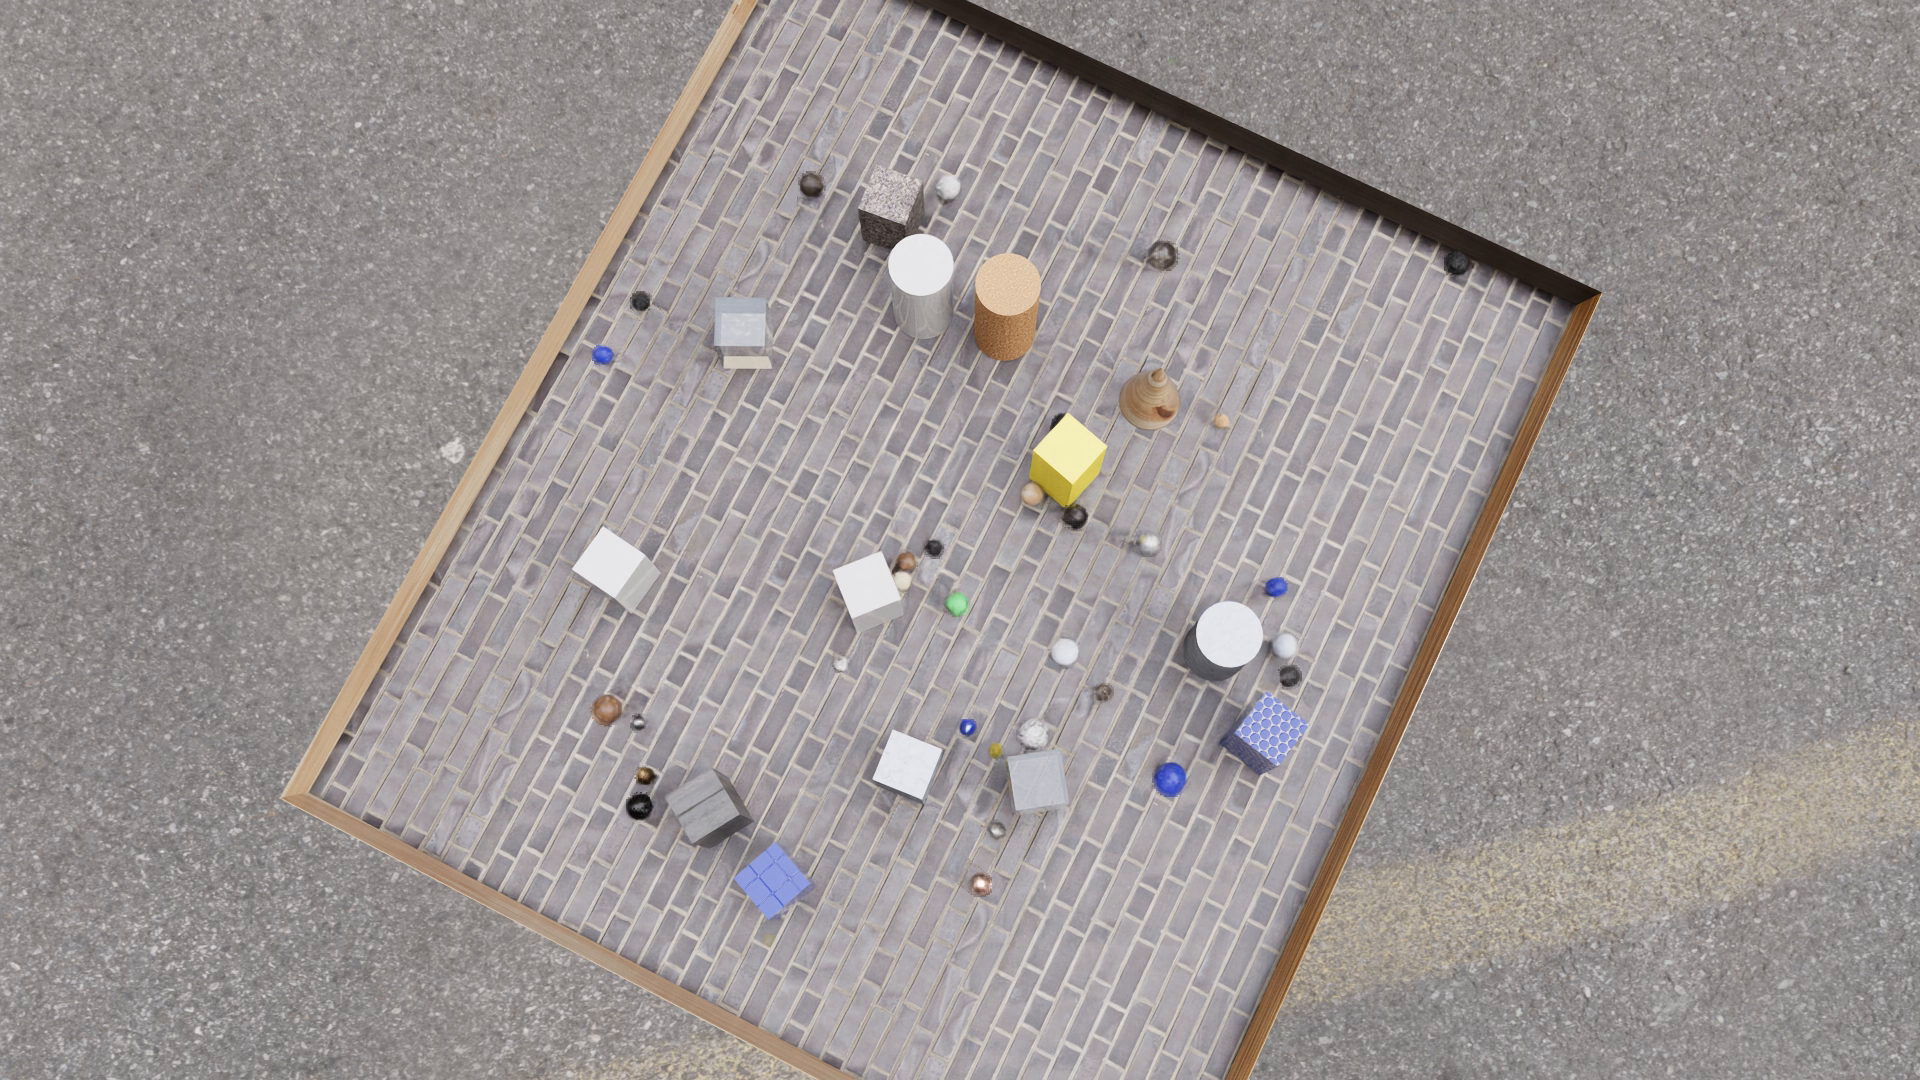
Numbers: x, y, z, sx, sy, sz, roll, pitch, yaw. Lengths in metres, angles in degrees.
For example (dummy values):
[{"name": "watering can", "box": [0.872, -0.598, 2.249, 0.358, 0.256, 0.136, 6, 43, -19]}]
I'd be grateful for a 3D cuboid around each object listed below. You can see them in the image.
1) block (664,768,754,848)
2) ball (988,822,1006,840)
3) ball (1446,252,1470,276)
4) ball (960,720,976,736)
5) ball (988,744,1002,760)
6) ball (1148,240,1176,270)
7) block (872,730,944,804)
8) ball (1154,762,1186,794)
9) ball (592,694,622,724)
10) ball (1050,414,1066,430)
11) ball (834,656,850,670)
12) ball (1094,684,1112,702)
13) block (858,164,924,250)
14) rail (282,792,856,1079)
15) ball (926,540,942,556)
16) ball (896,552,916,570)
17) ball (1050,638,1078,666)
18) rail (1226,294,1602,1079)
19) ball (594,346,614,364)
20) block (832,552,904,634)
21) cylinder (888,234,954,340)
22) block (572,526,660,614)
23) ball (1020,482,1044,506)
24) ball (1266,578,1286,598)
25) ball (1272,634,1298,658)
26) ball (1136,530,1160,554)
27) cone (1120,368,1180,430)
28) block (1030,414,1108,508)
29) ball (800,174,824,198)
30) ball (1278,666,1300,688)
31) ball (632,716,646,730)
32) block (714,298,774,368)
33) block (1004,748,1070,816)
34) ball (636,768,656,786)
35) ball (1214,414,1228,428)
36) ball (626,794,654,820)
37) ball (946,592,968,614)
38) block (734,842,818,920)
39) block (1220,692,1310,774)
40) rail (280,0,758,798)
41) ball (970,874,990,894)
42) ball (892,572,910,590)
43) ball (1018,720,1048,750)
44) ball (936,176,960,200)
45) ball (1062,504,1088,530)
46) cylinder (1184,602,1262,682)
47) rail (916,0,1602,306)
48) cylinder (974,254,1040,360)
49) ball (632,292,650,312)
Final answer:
[{"name": "block", "box": [-0.716, 0.774, 5.269, 0.153, 0.367, 0.153, -31, 80, -6]}, {"name": "ball", "box": [0.111, 0.859, 5.412, 0.052, 0.052, 0.052, 0, 78, 0]}, {"name": "ball", "box": [1.564, -0.868, 5.759, 0.073, 0.073, 0.073, 0, 78, 0]}, {"name": "ball", "box": [0.022, 0.561, 5.476, 0.049, 0.049, 0.049, 0, 78, 0]}, {"name": "ball", "box": [0.107, 0.632, 5.464, 0.042, 0.042, 0.042, 0, 78, 0]}, {"name": "ball", "box": [0.634, -0.893, 5.754, 0.093, 0.093, 0.093, 0, 78, 0]}, {"name": "block", "box": [-0.150, 0.665, 5.347, 0.153, 0.259, 0.153, 21, 79, 4]}, {"name": "ball", "box": [0.624, 0.705, 5.422, 0.095, 0.095, 0.095, 0, 78, 0]}, {"name": "ball", "box": [-1.051, 0.505, 5.468, 0.087, 0.087, 0.087, 0, 78, 0]}, {"name": "ball", "box": [0.319, -0.351, 5.649, 0.079, 0.079, 0.079, 0, 78, 0]}, {"name": "ball", "box": [-0.355, 0.370, 5.517, 0.045, 0.045, 0.045, 0, 78, 0]}, {"name": "ball", "box": [0.430, 0.459, 5.496, 0.051, 0.051, 0.051, 0, 78, 0]}, {"name": "block", "box": [-0.211, -1.022, 5.693, 0.153, 0.264, 0.153, 20, 79, 4]}, {"name": "rail", "box": [-0.695, 1.368, 5.269, 2.853, 0.124, 0.045, 26, 80, 5]}, {"name": "ball", "box": [-0.078, 0.024, 5.585, 0.052, 0.052, 0.052, 0, 78, 0]}, {"name": "ball", "box": [-0.165, 0.064, 5.574, 0.057, 0.057, 0.057, 0, 78, 0]}, {"name": "ball", "box": [0.315, 0.336, 5.504, 0.084, 0.084, 0.084, 0, 78, 0]}, {"name": "rail", "box": [1.255, 0.621, 5.424, 0.045, 0.124, 3.156, 26, 80, 5]}, {"name": "ball", "box": [-1.109, -0.575, 5.705, 0.059, 0.059, 0.059, 0, 78, 0]}, {"name": "block", "box": [-0.270, 0.158, 5.439, 0.153, 0.284, 0.153, -22, 79, -4]}, {"name": "cylinder", "box": [-0.114, -0.765, 5.566, 0.191, 0.409, 0.191, 0, 78, 0]}, {"name": "block", "box": [-1.019, 0.093, 5.454, 0.153, 0.280, 0.153, 33, 80, 6]}, {"name": "ball", "box": [0.222, -0.139, 5.609, 0.071, 0.071, 0.071, 0, 78, 0]}, {"name": "ball", "box": [0.955, 0.144, 5.556, 0.060, 0.060, 0.060, 0, 78, 0]}, {"name": "ball", "box": [0.975, 0.319, 5.511, 0.077, 0.077, 0.077, 0, 78, 0]}, {"name": "ball", "box": [0.574, 0.008, 5.577, 0.074, 0.074, 0.074, 0, 78, 0]}, {"name": "cone", "box": [0.591, -0.469, 5.535, 0.191, 0.349, 0.191, 0, 78, 0]}, {"name": "block", "box": [0.321, -0.232, 5.493, 0.153, 0.337, 0.153, 41, 81, 8]}, {"name": "ball", "box": [-0.472, -1.125, 5.810, 0.076, 0.076, 0.076, 0, 78, 0]}, {"name": "ball", "box": [0.988, 0.410, 5.499, 0.064, 0.064, 0.064, 0, 78, 0]}, {"name": "ball", "box": [-0.960, 0.547, 5.480, 0.045, 0.045, 0.045, 0, 78, 0]}, {"name": "block", "box": [-0.662, -0.634, 5.630, 0.153, 0.231, 0.153, 0, 78, 0]}, {"name": "block", "box": [0.221, 0.706, 5.318, 0.153, 0.299, 0.153, -9, 78, -2]}, {"name": "ball", "box": [-0.933, 0.702, 5.444, 0.054, 0.054, 0.054, 0, 78, 0]}, {"name": "ball", "box": [0.807, -0.369, 5.670, 0.045, 0.045, 0.045, 0, 78, 0]}, {"name": "ball", "box": [-0.944, 0.789, 5.413, 0.078, 0.078, 0.078, 0, 78, 0]}, {"name": "ball", "box": [-0.008, 0.192, 5.544, 0.065, 0.065, 0.065, 0, 78, 0]}, {"name": "block", "box": [-0.528, 0.984, 5.277, 0.153, 0.267, 0.153, -41, 81, -8]}, {"name": "block", "box": [0.884, 0.566, 5.338, 0.153, 0.315, 0.153, 38, 81, 7]}, {"name": "rail", "box": [-1.255, -0.608, 5.678, 0.045, 0.124, 3.156, 26, 80, 5]}, {"name": "ball", "box": [0.058, 1.009, 5.376, 0.063, 0.063, 0.063, 0, 78, 0]}, {"name": "ball", "box": [-0.179, 0.124, 5.560, 0.059, 0.059, 0.059, 0, 78, 0]}, {"name": "ball", "box": [0.219, 0.579, 5.450, 0.091, 0.091, 0.091, 0, 78, 0]}, {"name": "ball", "box": [-0.038, -1.117, 5.809, 0.075, 0.075, 0.075, 0, 78, 0]}, {"name": "ball", "box": [0.351, -0.069, 5.591, 0.078, 0.078, 0.078, 0, 78, 0]}, {"name": "cylinder", "box": [0.771, 0.301, 5.393, 0.191, 0.316, 0.191, 0, 78, 0]}, {"name": "rail", "box": [0.695, -1.355, 5.832, 2.853, 0.124, 0.045, 26, 80, 5]}, {"name": "cylinder", "box": [0.140, -0.698, 5.537, 0.191, 0.439, 0.191, 0, 78, 0]}, {"name": "ball", "box": [-0.999, -0.746, 5.741, 0.057, 0.057, 0.057, 0, 78, 0]}]
